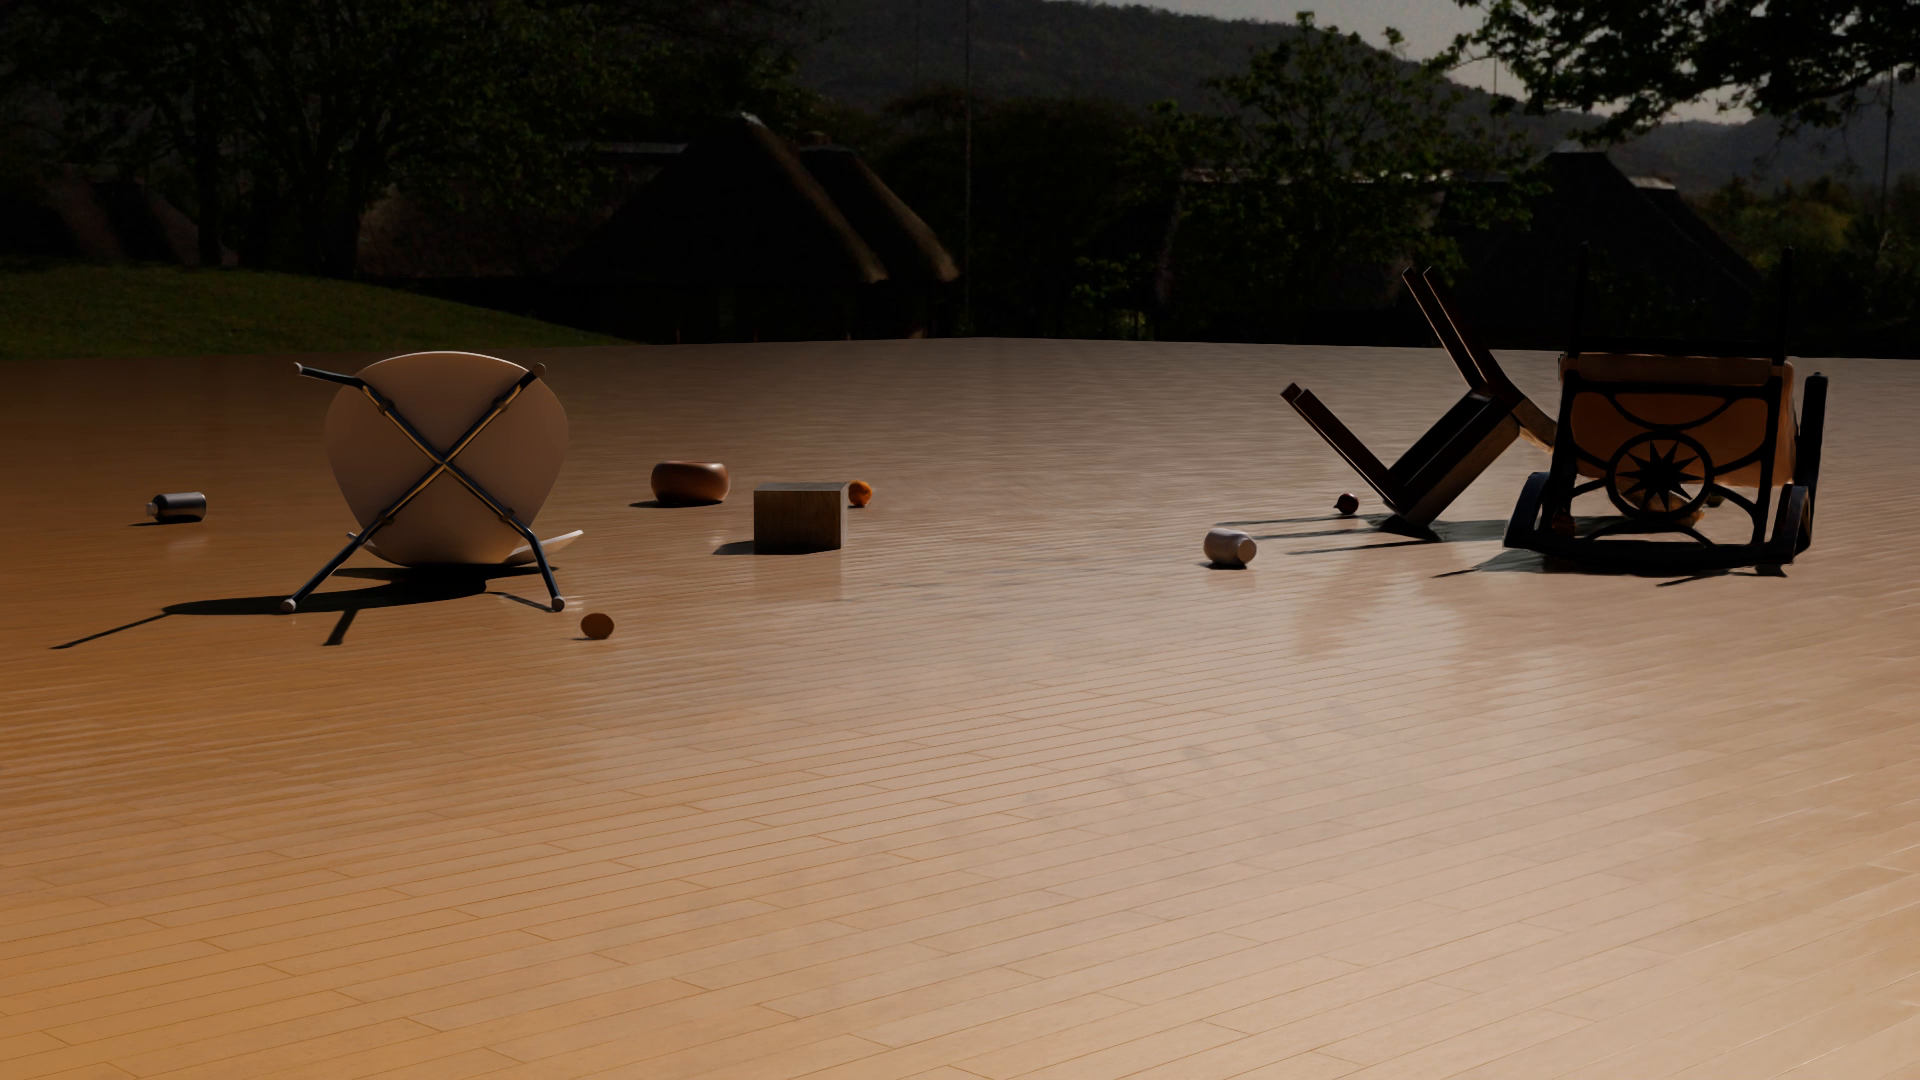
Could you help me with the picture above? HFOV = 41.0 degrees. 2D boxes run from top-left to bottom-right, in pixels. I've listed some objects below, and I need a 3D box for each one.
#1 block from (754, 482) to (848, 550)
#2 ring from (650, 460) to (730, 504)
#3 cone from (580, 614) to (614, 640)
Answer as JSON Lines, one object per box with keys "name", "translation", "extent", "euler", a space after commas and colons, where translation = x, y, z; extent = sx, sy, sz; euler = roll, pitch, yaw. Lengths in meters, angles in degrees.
{"name": "block", "translation": [-0.390, -0.061, 6.314], "extent": [0.210, 0.142, 0.244], "euler": [0, 6, 2]}
{"name": "ring", "translation": [-0.786, -0.169, 7.486], "extent": [0.231, 0.118, 0.242], "euler": [0, 4, -16]}
{"name": "cone", "translation": [-0.661, 0.166, 4.692], "extent": [0.062, 0.052, 0.041], "euler": [11, -26, 6]}
